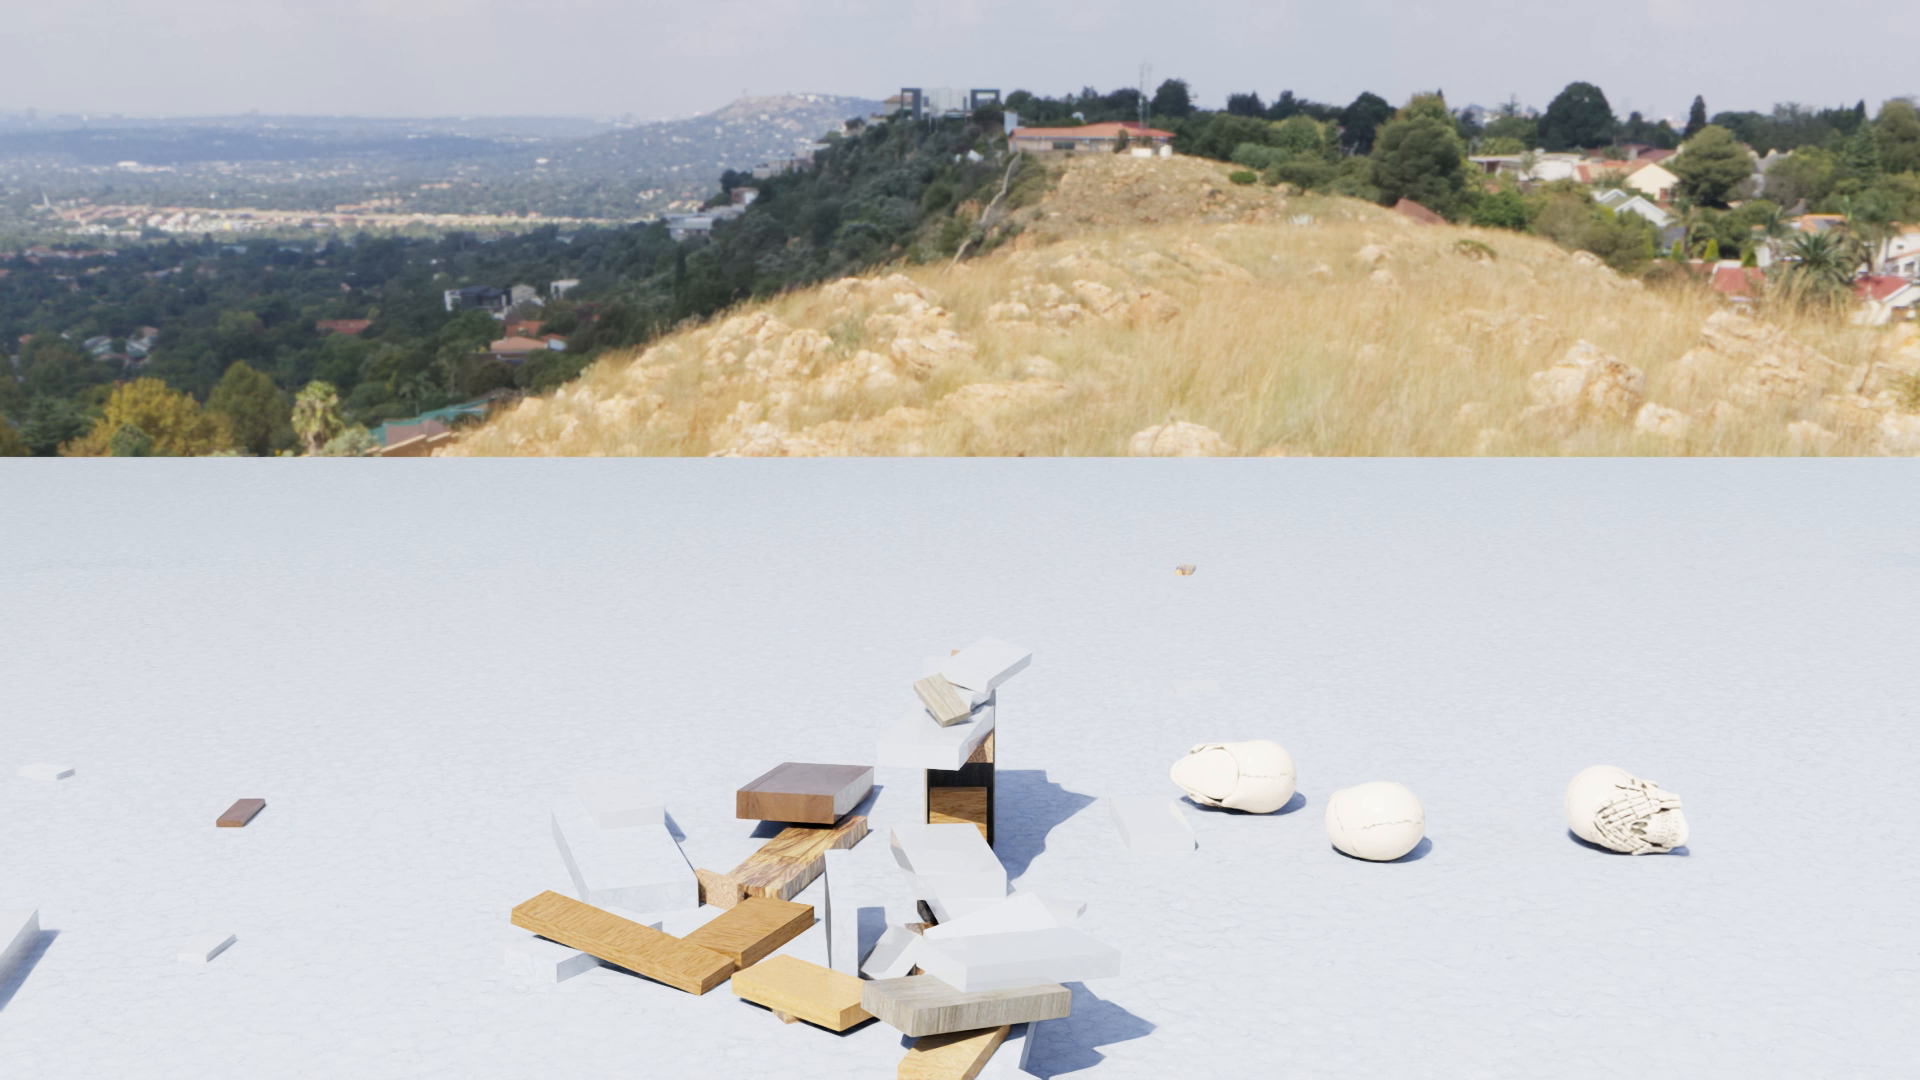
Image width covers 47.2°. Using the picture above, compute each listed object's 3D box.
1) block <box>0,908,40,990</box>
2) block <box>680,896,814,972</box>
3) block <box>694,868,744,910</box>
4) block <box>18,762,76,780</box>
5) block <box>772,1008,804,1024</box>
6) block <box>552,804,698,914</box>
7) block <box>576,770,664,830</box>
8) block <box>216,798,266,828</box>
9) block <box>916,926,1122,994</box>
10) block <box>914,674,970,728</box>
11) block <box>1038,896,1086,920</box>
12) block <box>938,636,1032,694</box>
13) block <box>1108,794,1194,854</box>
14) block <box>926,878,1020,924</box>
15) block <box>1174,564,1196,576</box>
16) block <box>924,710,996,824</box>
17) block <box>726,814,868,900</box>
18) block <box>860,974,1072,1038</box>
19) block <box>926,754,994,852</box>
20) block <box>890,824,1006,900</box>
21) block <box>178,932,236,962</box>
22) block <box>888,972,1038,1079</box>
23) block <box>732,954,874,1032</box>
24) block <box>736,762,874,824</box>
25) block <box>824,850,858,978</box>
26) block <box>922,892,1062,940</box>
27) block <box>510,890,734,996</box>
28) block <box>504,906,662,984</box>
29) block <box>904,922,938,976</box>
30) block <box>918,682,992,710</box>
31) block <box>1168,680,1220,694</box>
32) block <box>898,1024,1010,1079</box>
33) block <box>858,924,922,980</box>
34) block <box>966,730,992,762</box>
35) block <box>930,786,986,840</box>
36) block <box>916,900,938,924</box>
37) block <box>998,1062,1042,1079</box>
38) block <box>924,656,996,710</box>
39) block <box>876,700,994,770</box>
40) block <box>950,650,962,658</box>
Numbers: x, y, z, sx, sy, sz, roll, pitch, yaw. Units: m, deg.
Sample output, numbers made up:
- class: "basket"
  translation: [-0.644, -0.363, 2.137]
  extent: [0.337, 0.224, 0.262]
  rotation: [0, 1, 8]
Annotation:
- class: "block"
  translation: [-1.513, 0.637, 3.279]
  extent: [0.177, 0.050, 0.355]
  rotation: [-1, 11, -8]
- class: "block"
  translation: [-0.333, 0.615, 3.445]
  extent: [0.113, 0.032, 0.227]
  rotation: [5, 12, 25]
- class: "block"
  translation: [-0.395, 0.575, 3.606]
  extent: [0.103, 0.052, 0.015]
  rotation: [9, 14, 41]
- class: "block"
  translation: [-1.803, 0.458, 4.343]
  extent: [0.096, 0.014, 0.048]
  rotation: [5, 11, 23]
- class: "block"
  translation: [-0.217, 0.675, 3.173]
  extent: [0.096, 0.014, 0.048]
  rotation: [-6, 12, -28]
- class: "block"
  translation: [-0.583, 0.543, 3.783]
  extent: [0.177, 0.050, 0.461]
  rotation: [-3, 11, -18]
- class: "block"
  translation: [-0.615, 0.467, 3.965]
  extent: [0.115, 0.033, 0.230]
  rotation: [-4, 11, -20]
- class: "block"
  translation: [-1.335, 0.506, 4.082]
  extent: [0.048, 0.014, 0.135]
  rotation: [0, 11, 0]
- class: "block"
  translation: [0.080, 0.562, 2.950]
  extent: [0.247, 0.035, 0.123]
  rotation: [1, 6, -32]
- class: "block"
  translation: [-0.030, 0.265, 3.637]
  extent: [0.052, 0.015, 0.103]
  rotation: [-19, 44, -22]
- class: "block"
  translation: [0.154, 0.598, 3.588]
  extent: [0.095, 0.013, 0.047]
  rotation: [4, 11, 22]
- class: "block"
  translation: [0.045, 0.214, 3.792]
  extent: [0.091, 0.026, 0.182]
  rotation: [19, 21, 22]
- class: "block"
  translation: [0.346, 0.514, 3.990]
  extent: [0.115, 0.033, 0.230]
  rotation: [-1, 11, -6]
- class: "block"
  translation: [0.021, 0.538, 3.283]
  extent: [0.123, 0.035, 0.398]
  rotation: [0, 8, -11]
- class: "block"
  translation: [0.650, 0.086, 6.347]
  extent: [0.047, 0.013, 0.094]
  rotation: [3, 11, 14]
- class: "block"
  translation: [-0.001, 0.414, 3.928]
  extent: [0.126, 0.252, 0.036]
  rotation: [0, 11, 0]
- class: "block"
  translation: [-0.285, 0.548, 3.806]
  extent: [0.113, 0.032, 0.409]
  rotation: [3, 11, 18]
- class: "block"
  translation: [0.009, 0.599, 2.868]
  extent: [0.247, 0.035, 0.123]
  rotation: [1, 7, -34]
- class: "block"
  translation: [0.000, 0.471, 3.703]
  extent: [0.111, 0.221, 0.031]
  rotation: [0, 11, 0]
- class: "block"
  translation: [-0.021, 0.489, 3.362]
  extent: [0.134, 0.038, 0.268]
  rotation: [0, 8, -10]
- class: "block"
  translation: [-1.168, 0.631, 3.411]
  extent: [0.047, 0.013, 0.095]
  rotation: [2, 11, 9]
- class: "block"
  translation: [0.012, 0.656, 2.915]
  extent: [0.159, 0.045, 0.319]
  rotation: [3, 17, 8]
- class: "block"
  translation: [-0.216, 0.652, 3.177]
  extent: [0.213, 0.030, 0.107]
  rotation: [9, 14, 39]
- class: "block"
  translation: [-0.282, 0.465, 4.072]
  extent: [0.177, 0.050, 0.355]
  rotation: [2, 3, 9]
- class: "block"
  translation: [-0.182, 0.580, 3.358]
  extent: [0.038, 0.134, 0.268]
  rotation: [-1, 11, -6]
- class: "block"
  translation: [0.048, 0.554, 3.059]
  extent: [0.179, 0.025, 0.090]
  rotation: [-15, 42, -28]
- class: "block"
  translation: [-0.514, 0.610, 3.342]
  extent: [0.351, 0.025, 0.090]
  rotation: [15, 17, 24]
- class: "block"
  translation: [-0.580, 0.624, 3.400]
  extent: [0.113, 0.032, 0.227]
  rotation: [8, 13, 36]
- class: "block"
  translation: [0.006, 0.611, 3.248]
  extent: [0.159, 0.045, 0.319]
  rotation: [0, -1, -5]
- class: "block"
  translation: [-0.007, 0.258, 3.756]
  extent: [0.091, 0.026, 0.182]
  rotation: [11, 5, 11]
- class: "block"
  translation: [0.533, 0.334, 5.008]
  extent: [0.103, 0.015, 0.052]
  rotation: [-3, 11, -14]
- class: "block"
  translation: [-0.007, 0.651, 2.815]
  extent: [0.086, 0.024, 0.171]
  rotation: [7, 18, 21]
- class: "block"
  translation: [-0.099, 0.604, 3.188]
  extent: [0.024, 0.085, 0.256]
  rotation: [42, -12, -3]
- class: "block"
  translation: [0.000, 0.333, 3.752]
  extent: [0.111, 0.031, 0.221]
  rotation: [0, 11, 0]
- class: "block"
  translation: [-0.003, 0.502, 3.635]
  extent: [0.093, 0.186, 0.026]
  rotation: [0, 11, 0]
- class: "block"
  translation: [-0.012, 0.585, 3.491]
  extent: [0.093, 0.026, 0.186]
  rotation: [0, -4, -7]
- class: "block"
  translation: [0.121, 0.713, 2.709]
  extent: [0.169, 0.024, 0.085]
  rotation: [24, 26, 1]
- class: "block"
  translation: [-0.002, 0.257, 3.979]
  extent: [0.126, 0.036, 0.252]
  rotation: [0, 10, -1]
- class: "block"
  translation: [-0.037, 0.321, 3.632]
  extent: [0.134, 0.038, 0.268]
  rotation: [2, 11, 13]
- class: "block"
  translation: [0.027, 0.226, 3.895]
  extent: [0.091, 0.026, 0.182]
  rotation: [10, 5, 0]
